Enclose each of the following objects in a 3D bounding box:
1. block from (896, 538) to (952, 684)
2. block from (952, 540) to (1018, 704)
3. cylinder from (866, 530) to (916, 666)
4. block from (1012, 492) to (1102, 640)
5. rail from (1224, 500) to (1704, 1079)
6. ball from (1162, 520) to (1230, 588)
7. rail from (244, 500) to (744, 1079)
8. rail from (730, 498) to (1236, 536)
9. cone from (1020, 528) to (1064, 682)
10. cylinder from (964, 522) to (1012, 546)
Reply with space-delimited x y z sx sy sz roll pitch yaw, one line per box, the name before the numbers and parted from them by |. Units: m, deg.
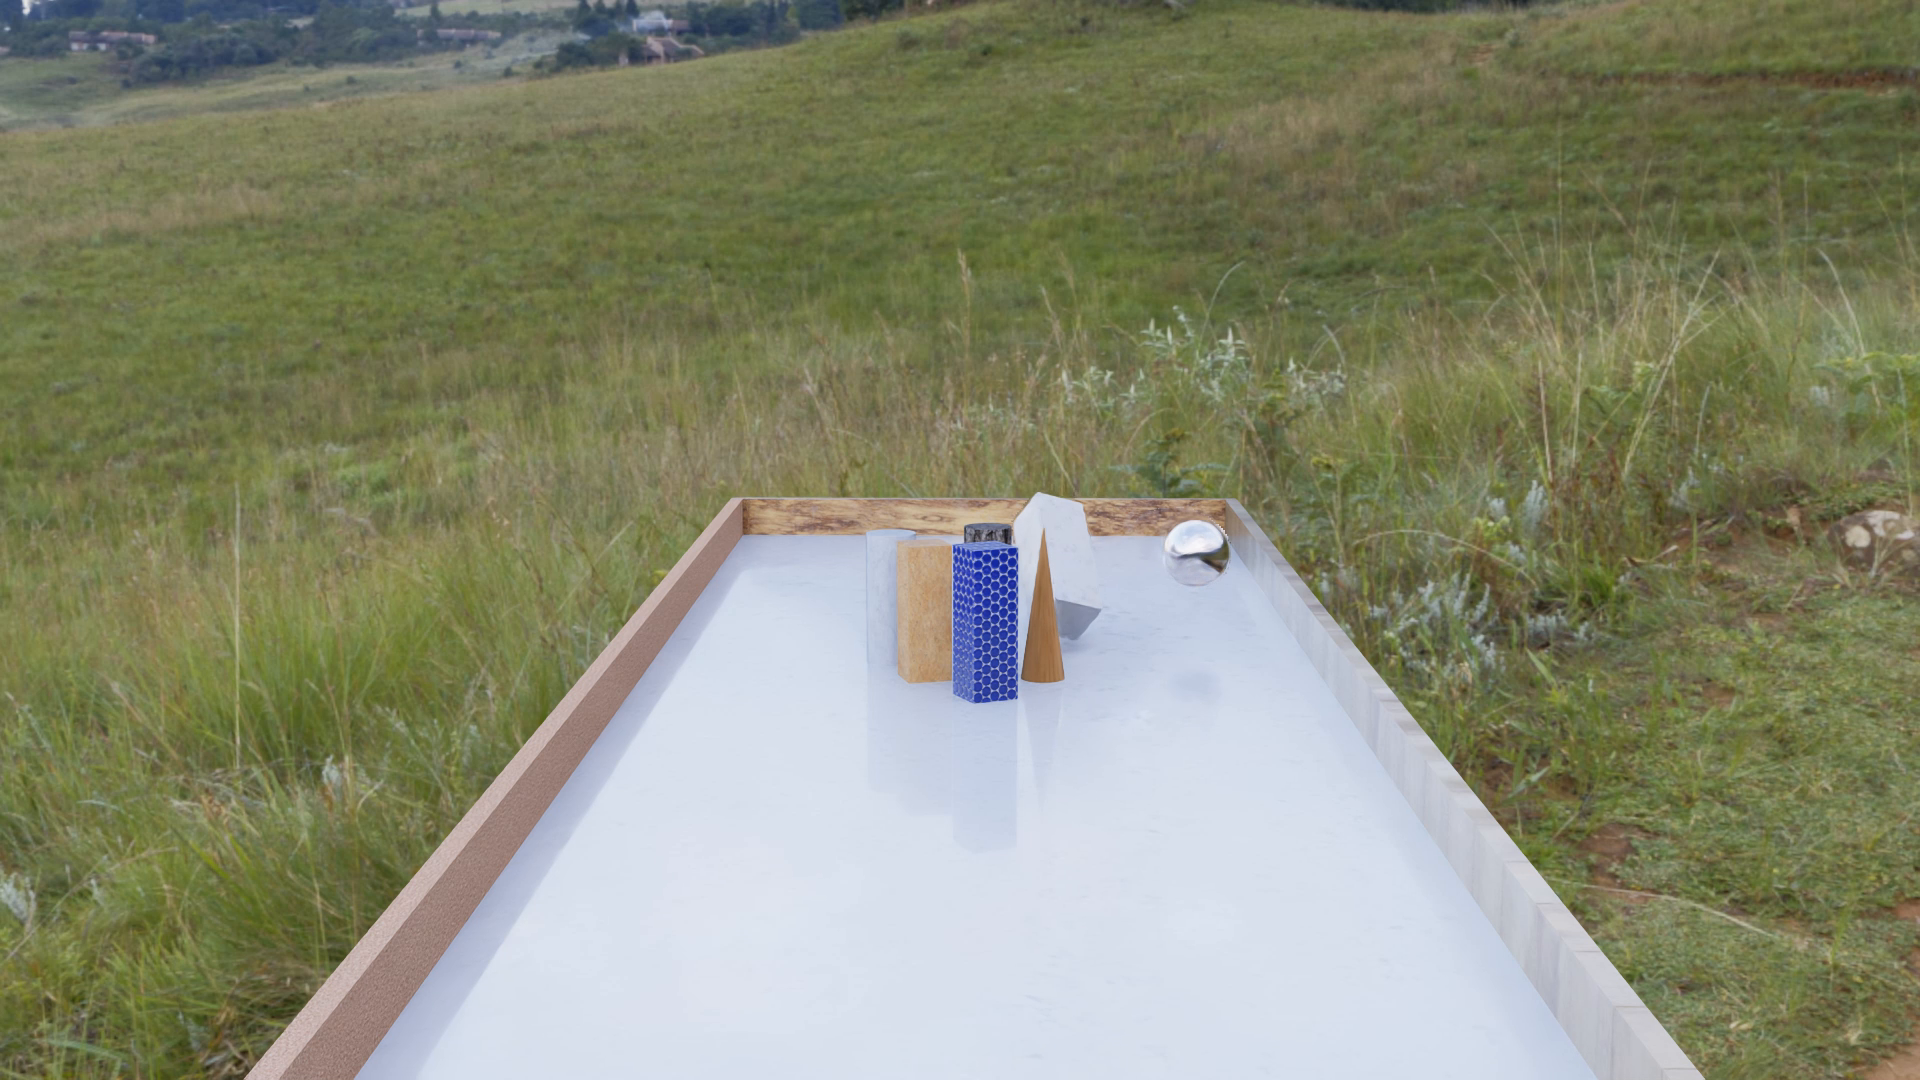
block | -0.104 0.206 6.430 0.131 0.400 0.131 -3 9 -16
block | 0.071 0.229 6.184 0.137 0.431 0.137 -4 10 -25
cylinder | -0.208 0.173 6.658 0.150 0.394 0.150 0 9 0
block | 0.309 0.083 7.035 0.170 0.170 0.437 13 46 -24
rail | 1.046 0.843 3.208 0.050 0.150 12.000 0 9 1
ball | 0.772 0.044 7.204 0.222 0.222 0.222 0 9 0
rail | -1.004 0.839 3.234 0.050 0.150 12.000 0 9 1
rail | 0.099 -0.098 9.147 2.100 0.150 0.050 0 9 1
cone | 0.243 0.180 6.418 0.129 0.456 0.129 0 9 0
cylinder | 0.084 0.163 6.660 0.144 0.413 0.144 0 9 0
